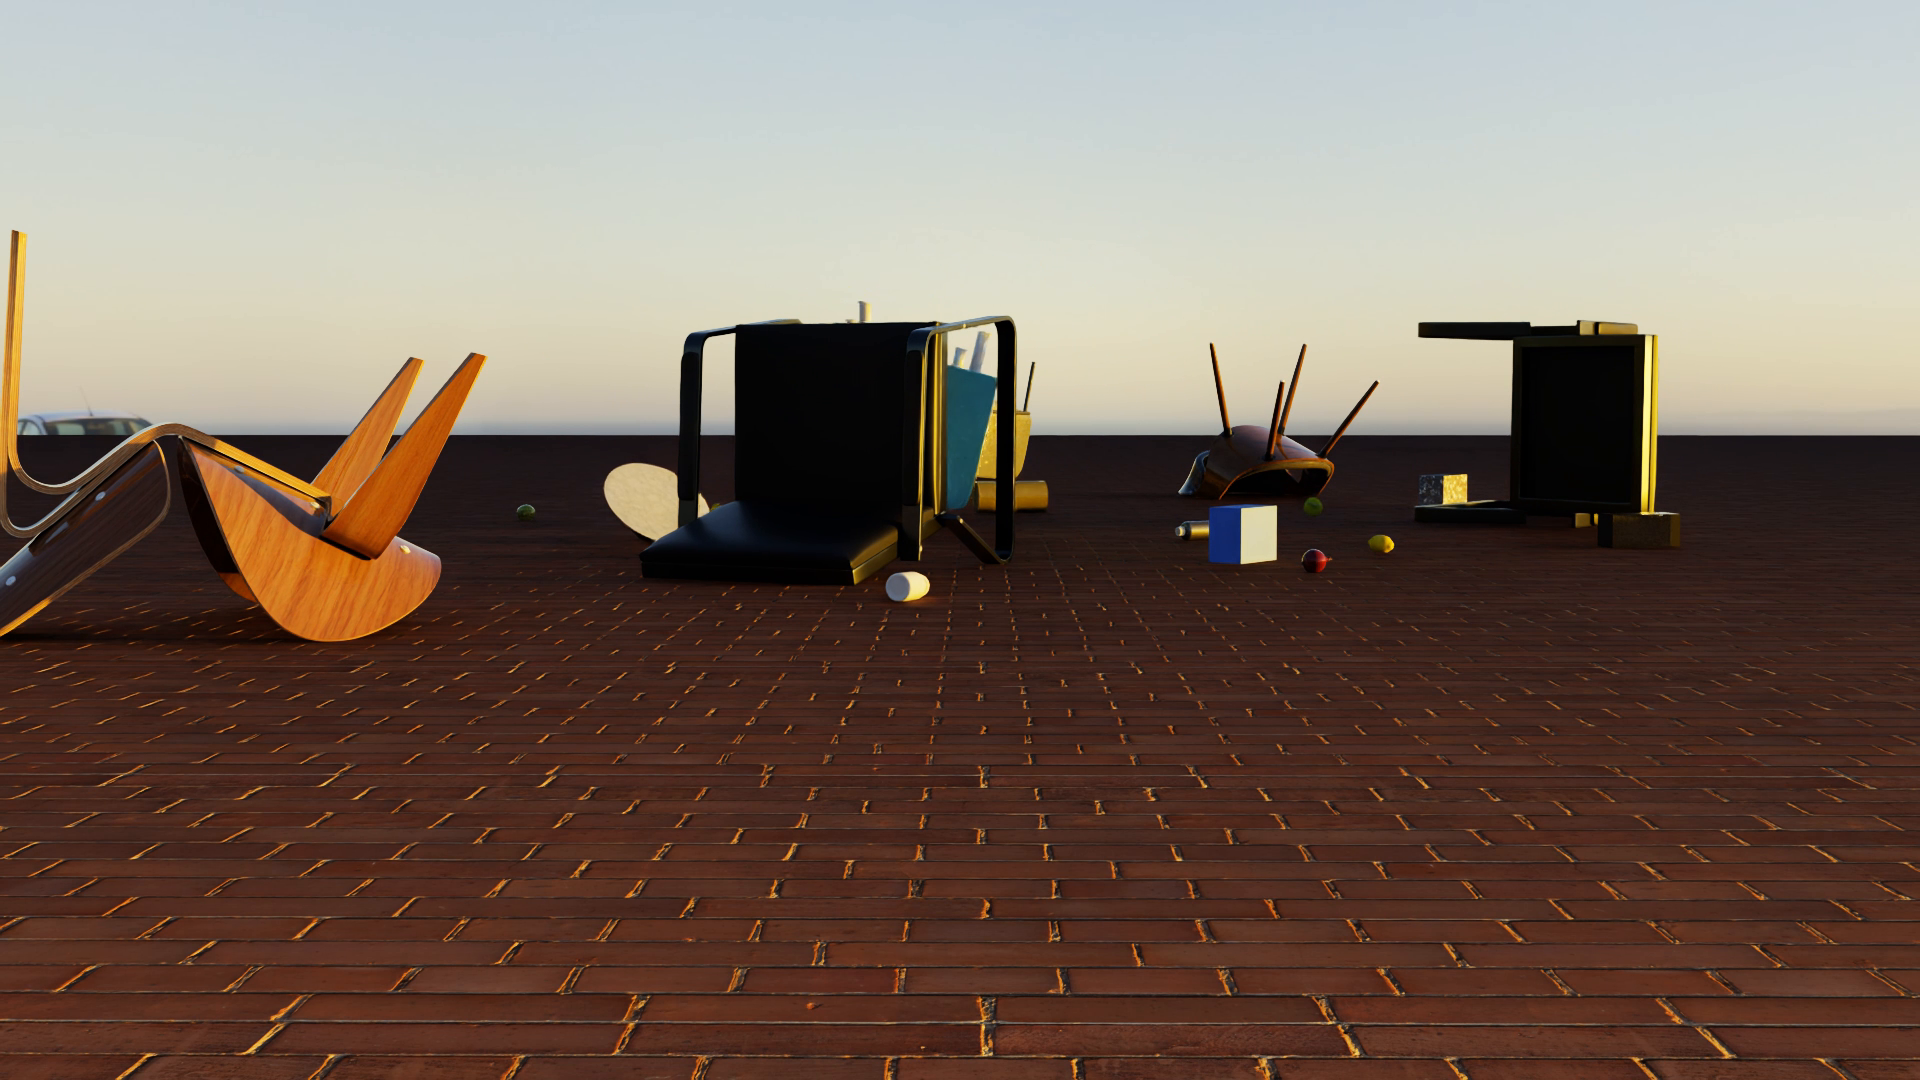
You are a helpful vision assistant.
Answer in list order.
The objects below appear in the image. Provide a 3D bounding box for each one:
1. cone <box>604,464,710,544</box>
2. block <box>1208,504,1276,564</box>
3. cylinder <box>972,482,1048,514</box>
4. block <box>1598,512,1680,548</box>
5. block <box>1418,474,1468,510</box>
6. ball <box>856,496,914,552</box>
[{"bbox_3d":[-0.919,-0.055,6.498,0.331,0.244,0.212,28,-37,-6],"label":"cone"},{"bbox_3d":[0.739,-0.016,5.741,0.096,0.143,0.181,3,5,38],"label":"block"},{"bbox_3d":[0.181,-0.154,7.967,0.256,0.113,0.116,-1,41,-12],"label":"cylinder"},{"bbox_3d":[1.938,-0.029,6.280,0.205,0.094,0.093,-1,4,-10],"label":"block"},{"bbox_3d":[1.813,-0.181,8.252,0.099,0.127,0.209,3,5,37],"label":"block"},{"bbox_3d":[-0.208,-0.044,6.027,0.158,0.158,0.158,0,4,0],"label":"ball"}]
